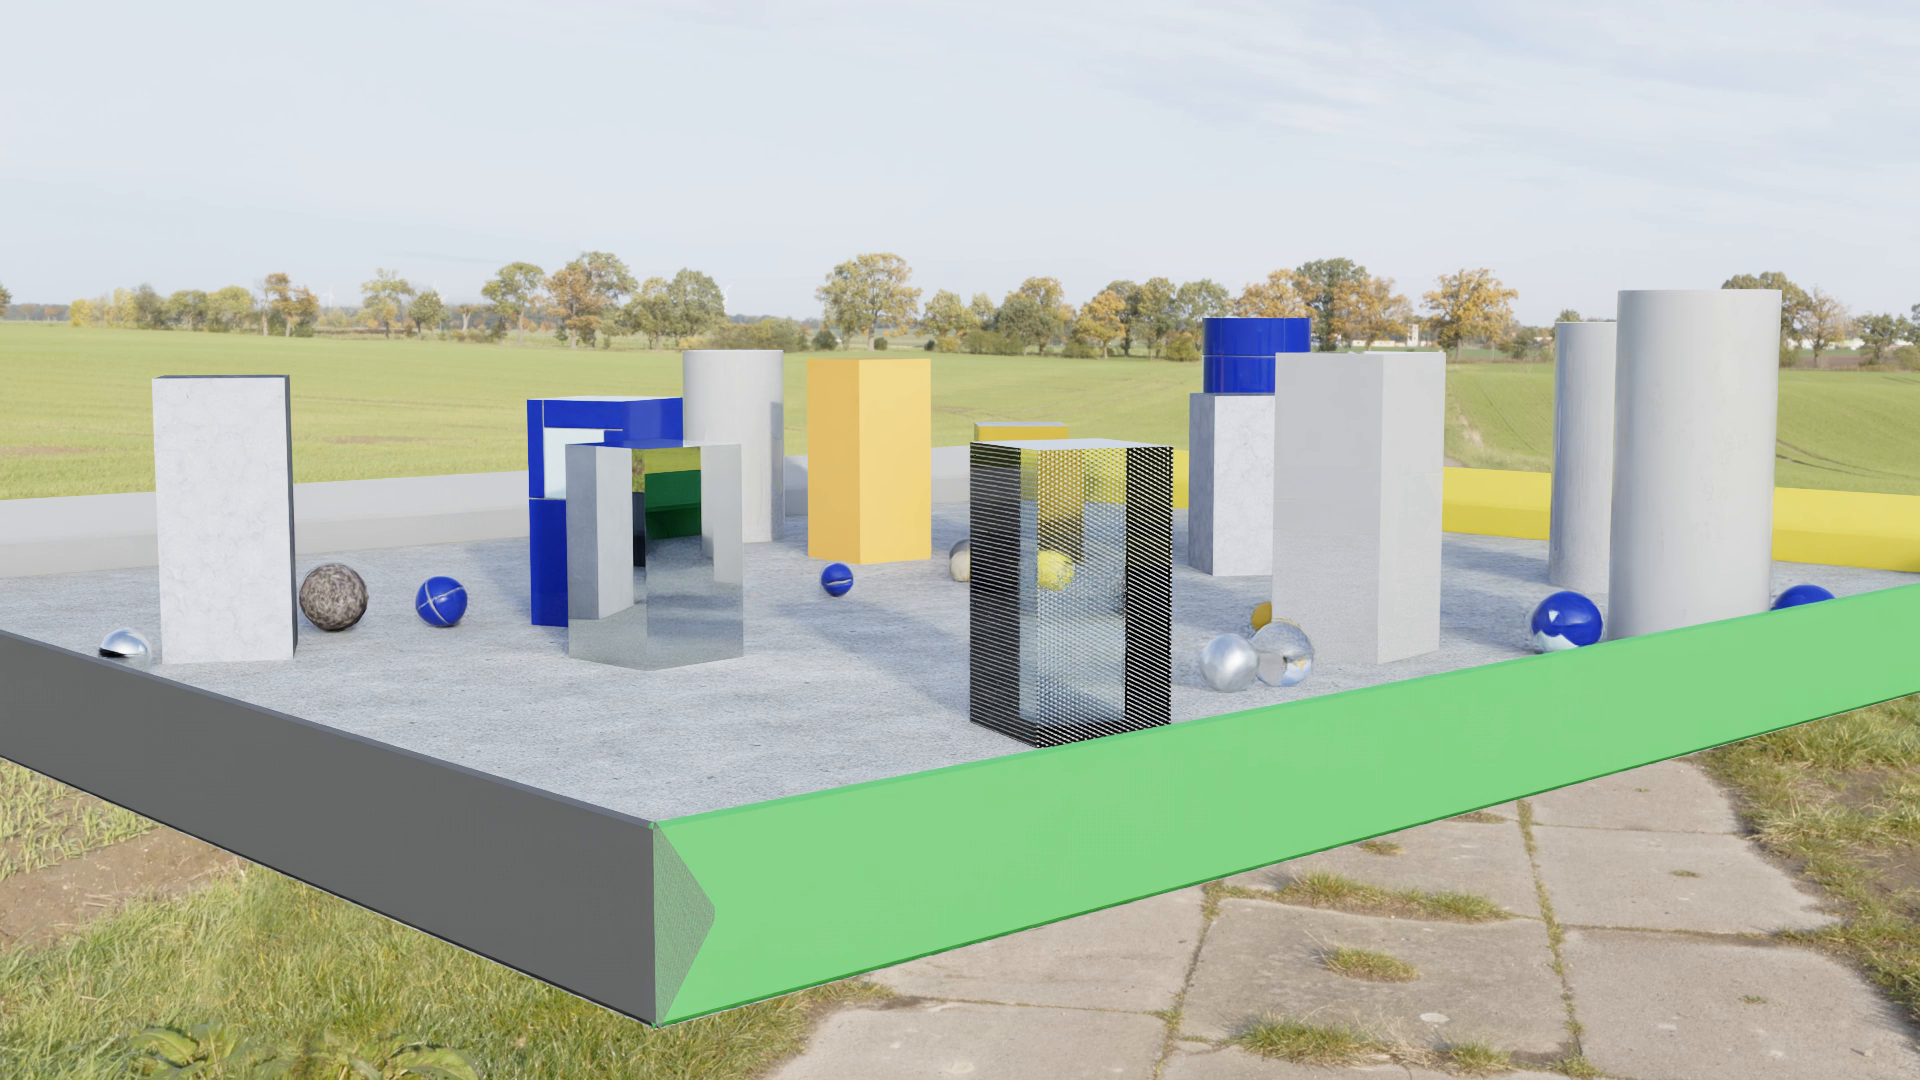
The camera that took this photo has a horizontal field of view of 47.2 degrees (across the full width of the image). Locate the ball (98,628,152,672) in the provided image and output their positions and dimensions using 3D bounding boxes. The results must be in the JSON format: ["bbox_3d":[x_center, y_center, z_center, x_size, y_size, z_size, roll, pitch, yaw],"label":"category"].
[{"bbox_3d":[-1.014,0.138,2.669,0.061,0.061,0.061,0,6,0],"label":"ball"}]

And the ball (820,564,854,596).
[{"bbox_3d":[-0.192,0.062,3.438,0.052,0.052,0.052,0,6,0],"label":"ball"}]

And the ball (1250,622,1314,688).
[{"bbox_3d":[0.380,0.136,2.602,0.079,0.079,0.079,0,6,0],"label":"ball"}]

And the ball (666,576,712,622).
[{"bbox_3d":[-0.388,0.085,3.144,0.067,0.067,0.067,0,6,0],"label":"ball"}]

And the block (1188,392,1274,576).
[{"bbox_3d":[0.490,-0.099,3.775,0.158,0.302,0.158,-1,6,-10],"label":"block"}]

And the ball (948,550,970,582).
[{"bbox_3d":[0.008,0.043,3.615,0.053,0.053,0.053,0,6,0],"label":"ball"}]

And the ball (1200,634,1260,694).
[{"bbox_3d":[0.315,0.144,2.568,0.070,0.070,0.070,0,6,0],"label":"ball"}]

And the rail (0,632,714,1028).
[{"bbox_3d":[-1.073,0.136,2.347,0.045,0.128,2.660,-5,8,-42],"label":"rail"}]

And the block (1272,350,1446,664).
[{"bbox_3d":[0.519,-0.048,2.865,0.158,0.390,0.158,5,8,41],"label":"block"}]

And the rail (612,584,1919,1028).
[{"bbox_3d":[0.886,0.133,2.377,2.968,0.128,0.045,-5,8,-42],"label":"rail"}]

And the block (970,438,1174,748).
[{"bbox_3d":[0.116,0.050,2.333,0.158,0.304,0.158,-3,7,-25],"label":"block"}]

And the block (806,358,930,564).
[{"bbox_3d":[-0.164,-0.146,3.958,0.158,0.358,0.158,-5,8,-39],"label":"block"}]

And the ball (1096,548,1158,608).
[{"bbox_3d":[0.251,0.056,3.299,0.092,0.092,0.092,0,6,0],"label":"ball"}]

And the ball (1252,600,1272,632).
[{"bbox_3d":[0.422,0.109,2.993,0.052,0.052,0.052,0,6,0],"label":"ball"}]

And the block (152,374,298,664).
[{"bbox_3d":[-0.951,-0.032,2.856,0.158,0.360,0.158,-2,6,-14],"label":"block"}]

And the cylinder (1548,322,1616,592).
[{"bbox_3d":[1.058,-0.138,3.552,0.198,0.425,0.198,0,6,0],"label":"cylinder"}]

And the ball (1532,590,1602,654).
[{"bbox_3d":[0.778,0.108,2.820,0.088,0.088,0.088,0,6,0],"label":"ball"}]

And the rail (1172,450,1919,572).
[{"bbox_3d":[1.073,-0.069,4.317,0.045,0.128,2.660,-5,8,-42],"label":"rail"}]

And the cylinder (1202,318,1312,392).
[{"bbox_3d":[0.541,-0.191,4.031,0.198,0.431,0.198,0,6,0],"label":"cylinder"}]

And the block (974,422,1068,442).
[{"bbox_3d":[0.108,-0.088,3.966,0.158,0.241,0.158,0,6,-3],"label":"block"}]

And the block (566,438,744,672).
[{"bbox_3d":[-0.391,0.014,2.818,0.158,0.275,0.158,5,8,42],"label":"block"}]

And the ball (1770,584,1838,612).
[{"bbox_3d":[1.103,0.102,2.864,0.091,0.091,0.091,0,6,0],"label":"ball"}]

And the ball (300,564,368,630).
[{"bbox_3d":[-0.873,0.080,3.067,0.093,0.093,0.093,0,6,0],"label":"ball"}]

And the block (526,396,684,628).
[{"bbox_3d":[-0.505,-0.043,3.150,0.158,0.320,0.158,3,7,24],"label":"block"}]

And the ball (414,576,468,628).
[{"bbox_3d":[-0.731,0.086,3.102,0.073,0.073,0.073,0,6,0],"label":"ball"}]

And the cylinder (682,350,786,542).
[{"bbox_3d":[-0.443,-0.187,4.308,0.198,0.366,0.198,0,6,0],"label":"cylinder"}]

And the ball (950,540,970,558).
[{"bbox_3d":[0.012,0.028,3.737,0.057,0.057,0.057,0,6,0],"label":"ball"}]

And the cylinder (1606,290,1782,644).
[{"bbox_3d":[0.937,-0.083,2.813,0.198,0.470,0.198,0,6,0],"label":"cylinder"}]

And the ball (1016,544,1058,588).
[{"bbox_3d":[0.124,0.042,3.543,0.070,0.070,0.070,0,6,0],"label":"ball"}]

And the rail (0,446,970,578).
[{"bbox_3d":[-0.886,-0.066,4.287,2.968,0.128,0.045,-5,8,-42],"label":"rail"}]
